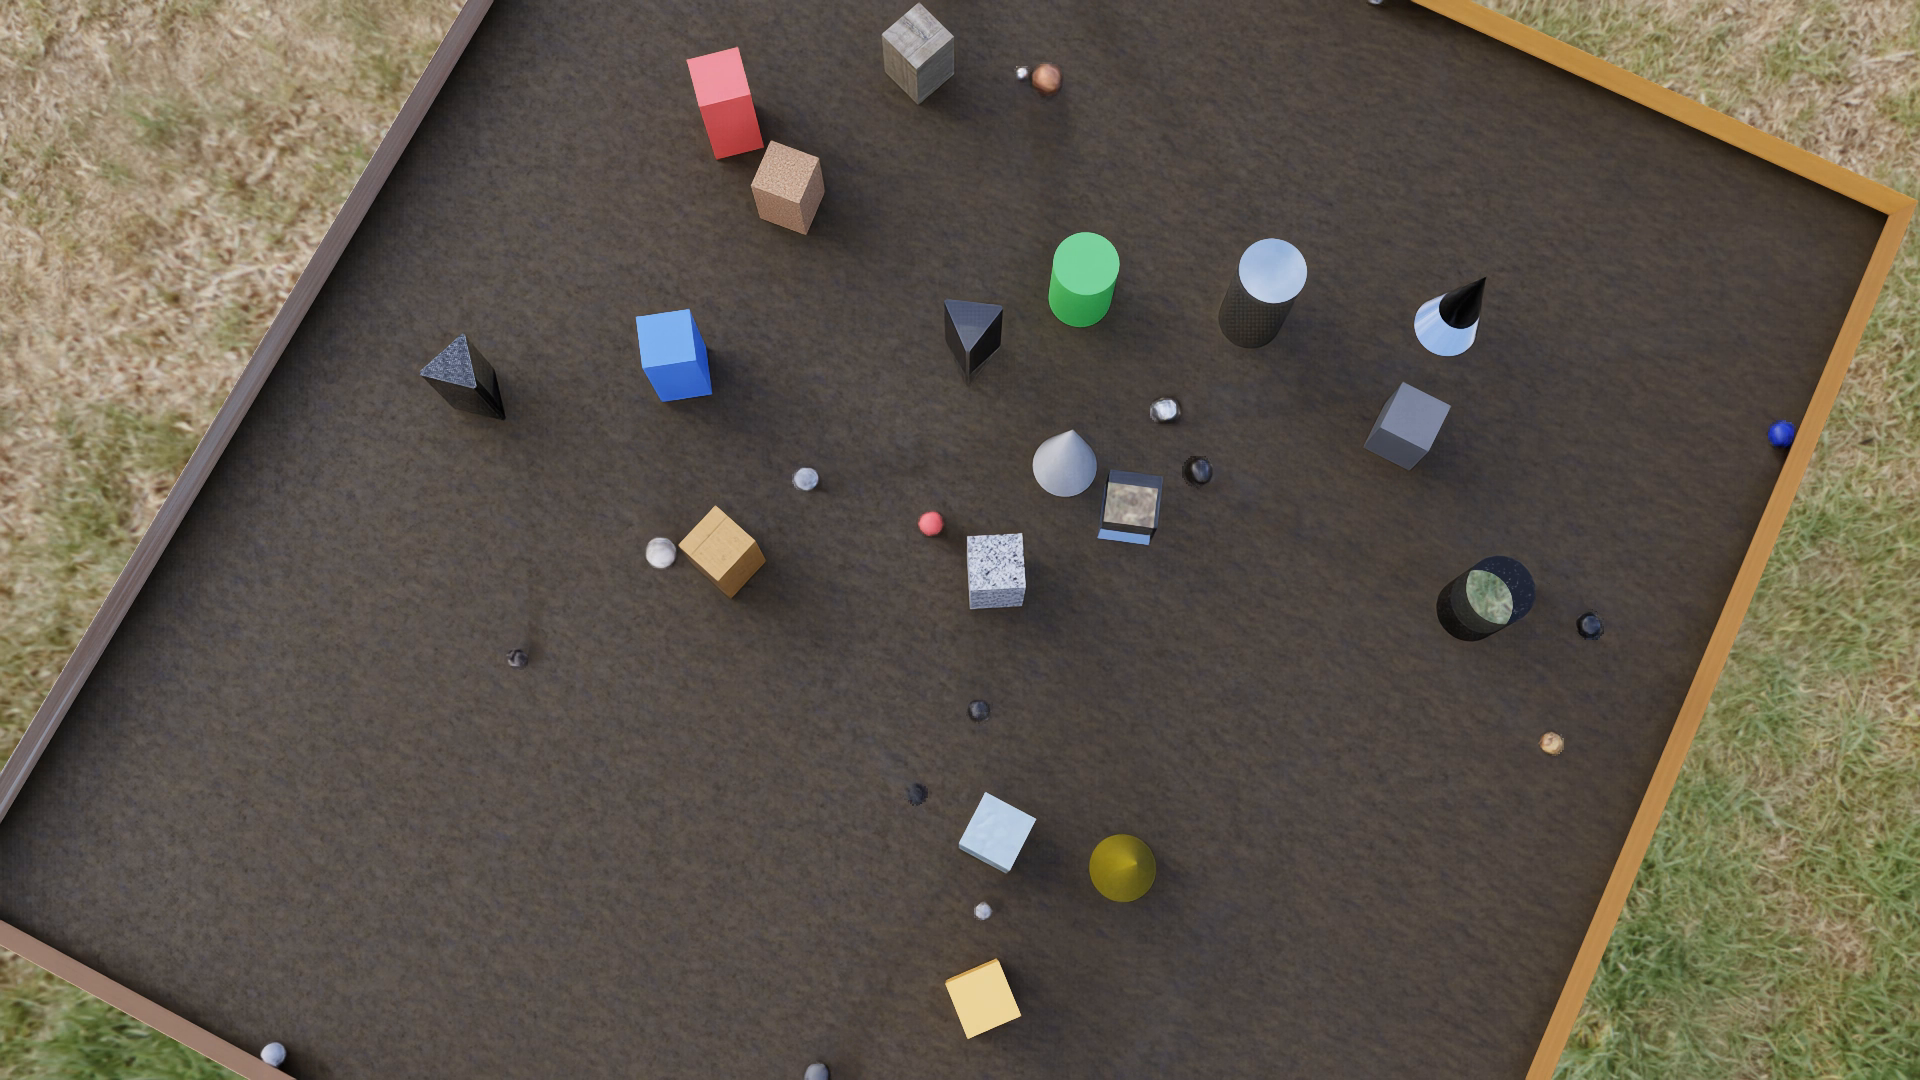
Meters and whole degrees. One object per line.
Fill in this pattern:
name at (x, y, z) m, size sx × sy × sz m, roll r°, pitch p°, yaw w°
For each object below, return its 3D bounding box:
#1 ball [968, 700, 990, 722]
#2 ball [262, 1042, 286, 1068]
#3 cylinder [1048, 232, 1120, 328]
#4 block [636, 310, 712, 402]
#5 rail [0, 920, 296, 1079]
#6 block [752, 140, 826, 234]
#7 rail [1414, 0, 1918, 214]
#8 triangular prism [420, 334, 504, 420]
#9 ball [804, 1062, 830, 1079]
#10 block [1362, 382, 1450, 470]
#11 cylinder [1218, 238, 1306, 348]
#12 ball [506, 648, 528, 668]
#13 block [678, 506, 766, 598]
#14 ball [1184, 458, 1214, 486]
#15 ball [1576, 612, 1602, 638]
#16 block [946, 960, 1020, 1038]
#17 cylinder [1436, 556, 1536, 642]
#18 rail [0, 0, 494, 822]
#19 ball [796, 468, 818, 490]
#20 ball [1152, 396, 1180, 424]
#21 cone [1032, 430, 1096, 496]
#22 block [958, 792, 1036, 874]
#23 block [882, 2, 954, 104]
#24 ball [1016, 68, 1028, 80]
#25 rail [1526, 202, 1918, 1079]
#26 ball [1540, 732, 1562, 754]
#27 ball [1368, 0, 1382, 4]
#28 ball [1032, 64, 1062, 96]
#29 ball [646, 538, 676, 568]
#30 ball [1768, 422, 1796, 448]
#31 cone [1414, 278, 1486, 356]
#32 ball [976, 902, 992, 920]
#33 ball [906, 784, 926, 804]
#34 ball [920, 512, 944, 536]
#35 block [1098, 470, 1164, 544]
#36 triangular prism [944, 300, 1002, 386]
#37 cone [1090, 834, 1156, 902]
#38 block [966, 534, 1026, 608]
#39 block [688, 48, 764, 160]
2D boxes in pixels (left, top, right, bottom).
ball at (0.057, 0.511, 5.475) m, size 0.070 × 0.070 × 0.070 m, roll 0°, pitch 78°, yaw 0°
ball at (-1.976, 1.482, 5.275) m, size 0.068 × 0.068 × 0.068 m, roll 0°, pitch 78°, yaw 0°
cylinder at (0.378, -0.796, 5.627) m, size 0.198 × 0.302 × 0.198 m, roll 0°, pitch 78°, yaw 0°
block at (-0.862, -0.555, 5.549) m, size 0.159 × 0.357 × 0.159 m, roll -9°, pitch 78°, yaw -2°
rail at (-1.015, 1.995, 5.137) m, size 4.380 × 0.129 × 0.045 m, roll 26°, pitch 80°, yaw 5°
block at (-0.533, -1.095, 5.709) m, size 0.159 × 0.262 × 0.159 m, roll 21°, pitch 79°, yaw 4°
rail at (1.015, -1.981, 5.960) m, size 4.380 × 0.129 × 0.045 m, roll 26°, pitch 80°, yaw 5°
triangular prism at (-1.478, -0.501, 5.542) m, size 0.172 × 0.350 × 0.149 m, roll 15°, pitch 79°, yaw 3°
ball at (-0.410, 1.539, 5.261) m, size 0.072 × 0.072 × 0.072 m, roll 0°, pitch 78°, yaw 0°
block at (1.355, -0.343, 5.566) m, size 0.159 × 0.238 × 0.159 m, roll 28°, pitch 80°, yaw 5°
cylinder at (0.912, -0.741, 5.549) m, size 0.198 × 0.432 × 0.198 m, roll 0°, pitch 78°, yaw 0°
ball at (-1.333, 0.356, 5.512) m, size 0.061 × 0.061 × 0.061 m, roll 0°, pitch 78°, yaw 0°
block at (-0.704, 0.040, 5.454) m, size 0.159 × 0.302 × 0.159 m, roll 41°, pitch 81°, yaw 8°
ball at (0.732, -0.209, 5.616) m, size 0.087 × 0.087 × 0.087 m, roll 0°, pitch 78°, yaw 0°
ball at (1.896, 0.258, 5.523) m, size 0.079 × 0.079 × 0.079 m, roll 0°, pitch 78°, yaw 0°
block at (0.064, 1.293, 5.182) m, size 0.159 × 0.326 × 0.159 m, roll -22°, pitch 79°, yaw -4°
cylinder at (1.548, 0.176, 5.408) m, size 0.198 × 0.336 × 0.198 m, roll 0°, pitch 78°, yaw 0°
rail at (-1.938, -0.942, 5.745) m, size 0.045 × 0.129 × 4.587 m, roll 26°, pitch 80°, yaw 5°
ball at (-0.470, -0.188, 5.619) m, size 0.071 × 0.071 × 0.071 m, roll 0°, pitch 78°, yaw 0°
ball at (0.637, -0.400, 5.656) m, size 0.086 × 0.086 × 0.086 m, roll 0°, pitch 78°, yaw 0°
cone at (0.324, -0.274, 5.456) m, size 0.198 × 0.426 × 0.198 m, roll 0°, pitch 78°, yaw 0°
block at (0.104, 0.843, 5.250) m, size 0.159 × 0.377 × 0.159 m, roll 27°, pitch 80°, yaw 5°
block at (-0.131, -1.538, 5.804) m, size 0.159 × 0.256 × 0.159 m, roll -43°, pitch 81°, yaw -8°
ball at (0.200, -1.501, 5.906) m, size 0.042 × 0.042 × 0.042 m, roll 0°, pitch 78°, yaw 0°
rail at (1.938, 0.956, 5.352) m, size 0.045 × 0.129 × 4.587 m, roll 26°, pitch 80°, yaw 5°
ball at (1.760, 0.605, 5.458) m, size 0.065 × 0.065 × 0.065 m, roll 0°, pitch 78°, yaw 0°
ball at (1.350, -1.771, 5.953) m, size 0.058 × 0.058 × 0.058 m, roll 0°, pitch 78°, yaw 0°
ball at (0.280, -1.472, 5.871) m, size 0.099 × 0.099 × 0.099 m, roll 0°, pitch 78°, yaw 0°
ball at (-0.907, 0.038, 5.561) m, size 0.094 × 0.094 × 0.094 m, roll 0°, pitch 78°, yaw 0°
ball at (2.530, -0.323, 5.644) m, size 0.078 × 0.078 × 0.078 m, roll 0°, pitch 78°, yaw 0°
cone at (1.527, -0.718, 5.535) m, size 0.198 × 0.452 × 0.198 m, roll 0°, pitch 78°, yaw 0°
ball at (0.069, 1.086, 5.368) m, size 0.047 × 0.047 × 0.047 m, roll 0°, pitch 78°, yaw 0°
ball at (-0.131, 0.750, 5.431) m, size 0.059 × 0.059 × 0.059 m, roll 0°, pitch 78°, yaw 0°
ball at (-0.087, -0.050, 5.589) m, size 0.075 × 0.075 × 0.075 m, roll 0°, pitch 78°, yaw 0°
block at (0.511, -0.097, 5.513) m, size 0.159 × 0.243 × 0.159 m, roll 8°, pitch 78°, yaw 2°
triangular prism at (0.015, -0.625, 5.560) m, size 0.149 × 0.364 × 0.172 m, roll 36°, pitch 81°, yaw 7°
cone at (0.481, 0.923, 5.194) m, size 0.198 × 0.453 × 0.198 m, roll 0°, pitch 78°, yaw 0°
block at (0.105, 0.095, 5.433) m, size 0.159 × 0.320 × 0.159 m, roll -3°, pitch 78°, yaw -1°
block at (-0.726, -1.353, 5.699) m, size 0.159 × 0.387 × 0.159 m, roll -15°, pitch 79°, yaw -3°
